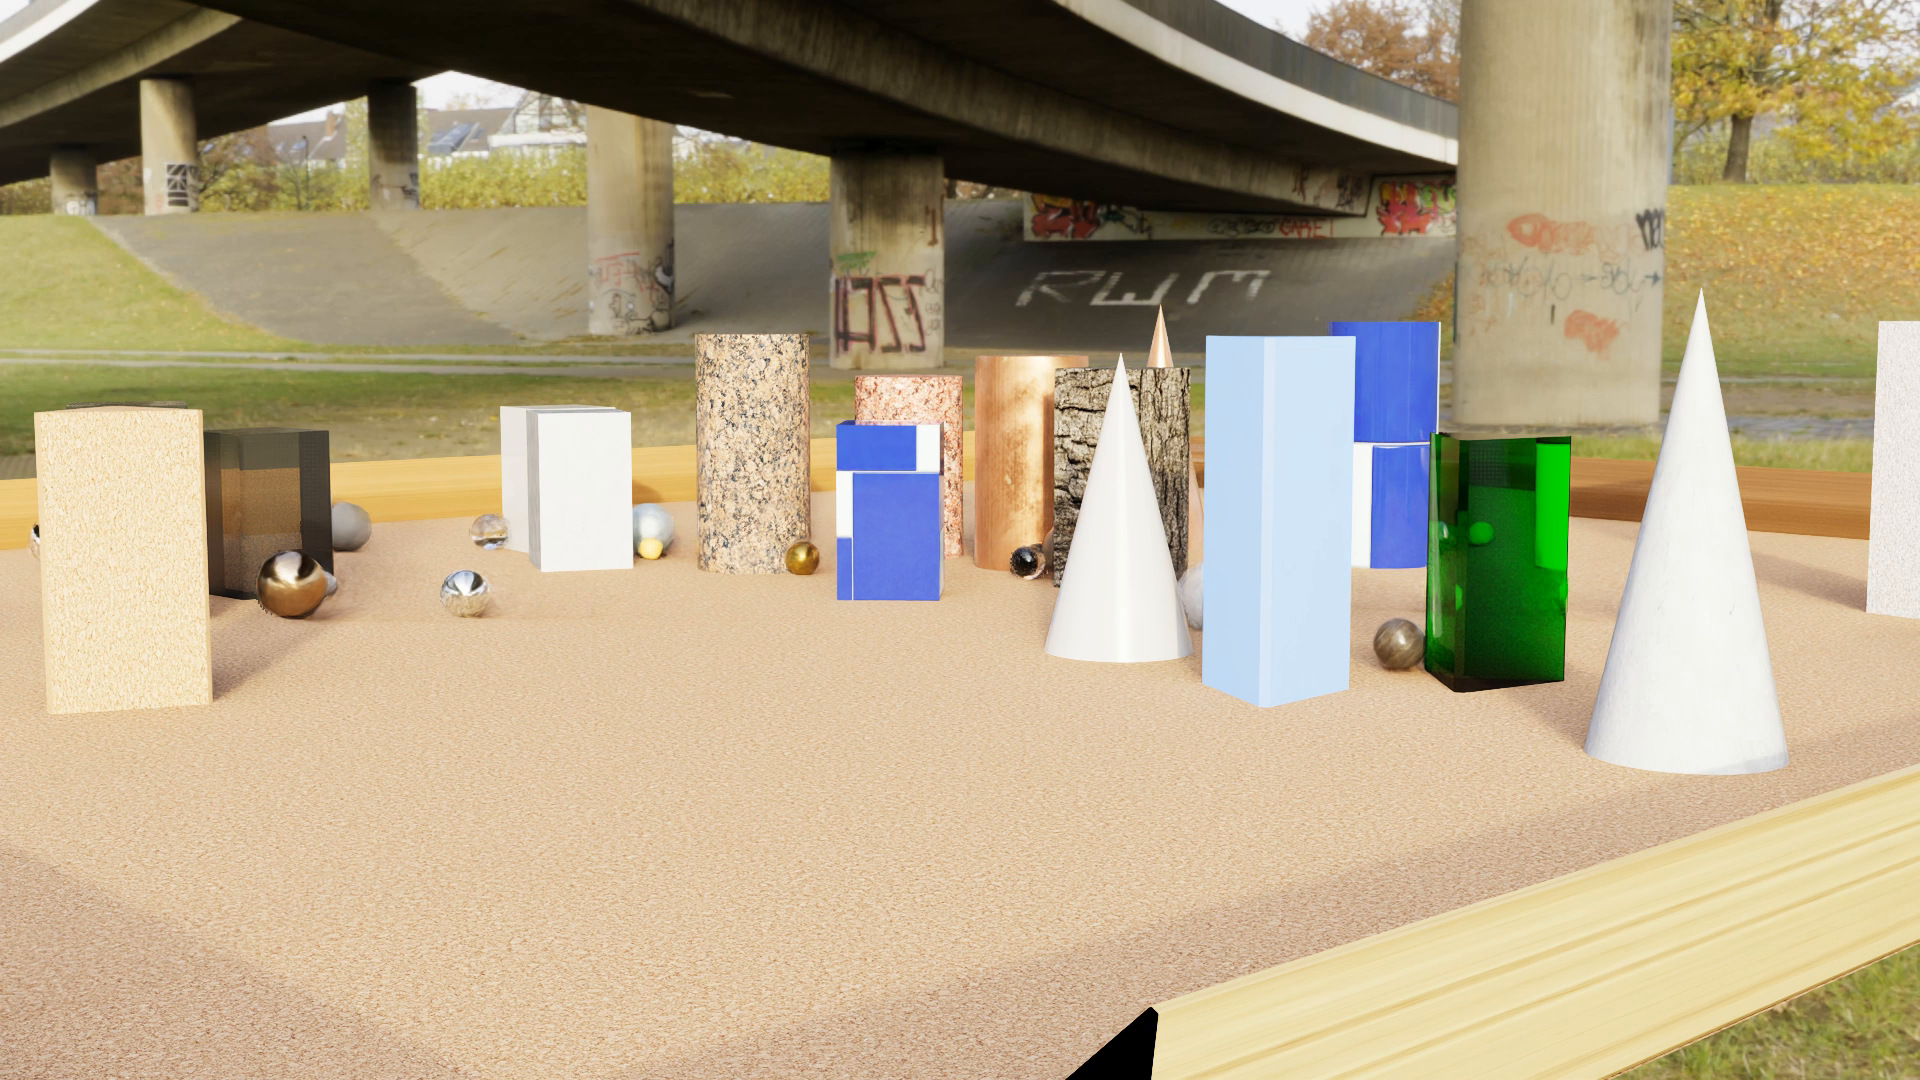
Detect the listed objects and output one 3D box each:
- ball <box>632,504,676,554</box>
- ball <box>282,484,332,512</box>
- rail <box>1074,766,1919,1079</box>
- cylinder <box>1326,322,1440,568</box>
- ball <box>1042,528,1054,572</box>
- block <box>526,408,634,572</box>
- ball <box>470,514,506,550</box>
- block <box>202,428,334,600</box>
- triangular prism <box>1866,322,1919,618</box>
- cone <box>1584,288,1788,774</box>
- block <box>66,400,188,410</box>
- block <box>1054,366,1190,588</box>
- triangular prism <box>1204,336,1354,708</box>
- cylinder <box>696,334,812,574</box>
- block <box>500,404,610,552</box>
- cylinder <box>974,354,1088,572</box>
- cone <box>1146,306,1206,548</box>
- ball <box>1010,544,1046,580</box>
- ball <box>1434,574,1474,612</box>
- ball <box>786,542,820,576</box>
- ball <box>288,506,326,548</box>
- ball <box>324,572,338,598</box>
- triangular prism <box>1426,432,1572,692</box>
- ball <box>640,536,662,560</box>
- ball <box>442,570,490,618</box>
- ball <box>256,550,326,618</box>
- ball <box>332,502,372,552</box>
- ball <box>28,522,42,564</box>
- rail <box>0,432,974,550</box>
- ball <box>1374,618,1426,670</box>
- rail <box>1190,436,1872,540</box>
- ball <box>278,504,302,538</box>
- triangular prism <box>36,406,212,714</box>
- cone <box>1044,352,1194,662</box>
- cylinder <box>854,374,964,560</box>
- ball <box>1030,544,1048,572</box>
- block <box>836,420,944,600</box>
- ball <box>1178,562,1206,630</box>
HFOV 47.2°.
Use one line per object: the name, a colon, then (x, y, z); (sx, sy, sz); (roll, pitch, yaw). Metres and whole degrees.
ball: (-0.564, -0.019, 3.997); (0.095, 0.095, 0.095); (0, 6, 0)
ball: (-1.307, -0.062, 4.400); (0.097, 0.097, 0.097); (0, 6, 0)
rail: (1.191, 0.167, 2.048); (3.881, 0.128, 0.045); (-5, 8, -42)
cylinder: (0.741, -0.171, 3.873); (0.197, 0.424, 0.197); (0, 6, 0)
ball: (0.185, 0.016, 3.666); (0.096, 0.096, 0.096); (0, 6, 0)
block: (-0.665, -0.090, 3.840); (0.157, 0.269, 0.157); (-2, 6, -19)
ball: (-0.879, -0.015, 4.102); (0.066, 0.066, 0.066); (0, 6, 0)
block: (-1.108, -0.046, 3.482); (0.157, 0.255, 0.157); (5, 8, 42)
triangular prism: (1.449, -0.103, 3.202); (0.147, 0.428, 0.170); (-4, 7, -33)
cone: (0.730, -0.017, 2.188); (0.197, 0.467, 0.197); (0, 6, 0)
block: (-1.184, -0.038, 3.141); (0.157, 0.312, 0.157); (-2, 6, -21)
block: (0.261, -0.101, 3.543); (0.157, 0.352, 0.157); (4, 7, 36)
triangular prism: (0.346, -0.030, 2.564); (0.147, 0.414, 0.170); (6, 8, 43)
cylinder: (-0.356, -0.153, 3.794); (0.197, 0.403, 0.197); (0, 6, 0)
block: (-0.748, -0.115, 4.101); (0.157, 0.265, 0.157); (-4, 7, -36)
cylinder: (0.124, -0.137, 3.829); (0.197, 0.366, 0.197); (0, 6, 0)
cone: (0.379, -0.219, 4.179); (0.197, 0.456, 0.197); (0, 6, 0)
ball: (0.113, 0.036, 3.652); (0.057, 0.057, 0.057); (0, 6, 0)
ball: (0.730, 0.079, 3.248); (0.056, 0.056, 0.056); (0, 6, 0)
ball: (-0.264, 0.031, 3.708); (0.057, 0.057, 0.057); (0, 6, 0)
ball: (-1.218, -0.025, 4.128); (0.081, 0.081, 0.081); (0, 6, 0)
ball: (-0.986, 0.070, 3.406); (0.042, 0.042, 0.042); (0, 6, 0)
triangular prism: (0.618, 0.020, 2.658); (0.170, 0.295, 0.147); (-3, 7, -30)
ball: (-0.553, 0.015, 3.934); (0.041, 0.041, 0.041); (0, 6, 0)
ball: (-0.717, 0.078, 3.192); (0.069, 0.069, 0.069); (0, 6, 0)
ball: (-0.968, 0.065, 3.182); (0.098, 0.098, 0.098); (0, 6, 0)
ball: (-1.136, -0.024, 4.075); (0.090, 0.090, 0.090); (0, 6, 0)
ball: (-1.569, 0.005, 3.816); (0.086, 0.086, 0.086); (0, 6, 0)
rail: (-1.191, -0.101, 4.615); (3.881, 0.128, 0.045); (-5, 8, -42)
ball: (0.545, 0.130, 2.725); (0.064, 0.064, 0.064); (0, 6, 0)
rail: (1.409, -0.102, 4.625); (0.045, 0.128, 3.559); (-5, 8, -42)
ball: (-1.308, -0.037, 4.322); (0.065, 0.065, 0.065); (0, 6, 0)
triangular prism: (-0.958, 0.016, 2.516); (0.170, 0.333, 0.147); (-3, 6, -23)
cone: (0.208, -0.049, 2.868); (0.197, 0.390, 0.197); (0, 6, 0)
cylinder: (-0.093, -0.135, 3.998); (0.197, 0.326, 0.197); (0, 6, 0)
ball: (0.129, 0.032, 3.719); (0.052, 0.052, 0.052); (0, 6, 0)
block: (-0.107, -0.049, 3.446); (0.157, 0.270, 0.157); (0, 6, 3)
ball: (0.348, 0.078, 3.064); (0.097, 0.097, 0.097); (0, 6, 0)
